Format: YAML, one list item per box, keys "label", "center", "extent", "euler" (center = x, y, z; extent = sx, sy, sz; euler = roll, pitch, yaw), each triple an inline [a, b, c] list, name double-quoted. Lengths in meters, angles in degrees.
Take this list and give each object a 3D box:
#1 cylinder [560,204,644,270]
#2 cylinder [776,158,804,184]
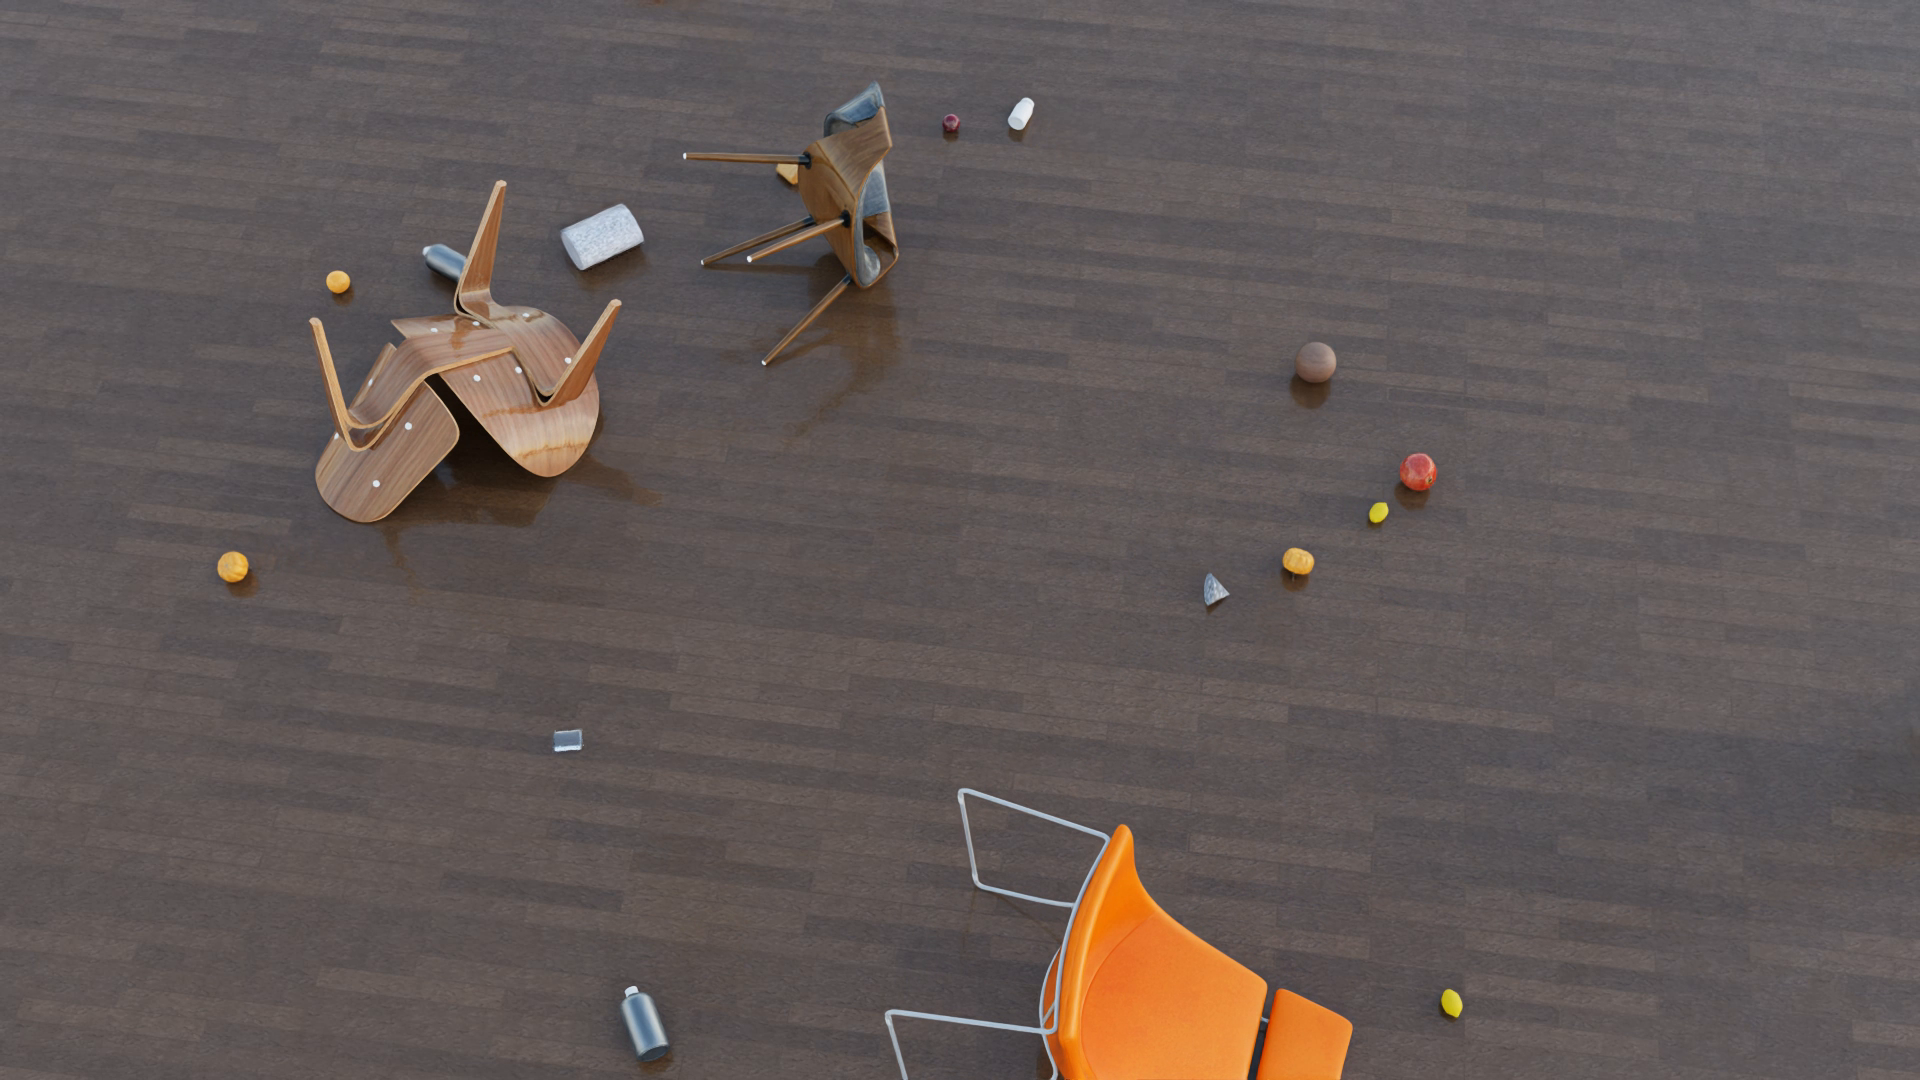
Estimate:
- label: "cylinder"
  center: [-1.168, -0.989, 7.166]
  extent: [0.219, 0.119, 0.165]
  euler: [-28, 58, -17]
- label: "cylinder"
  center: [-0.569, -1.237, 7.375]
  extent: [0.061, 0.047, 0.075]
  euler: [-44, 66, -11]
